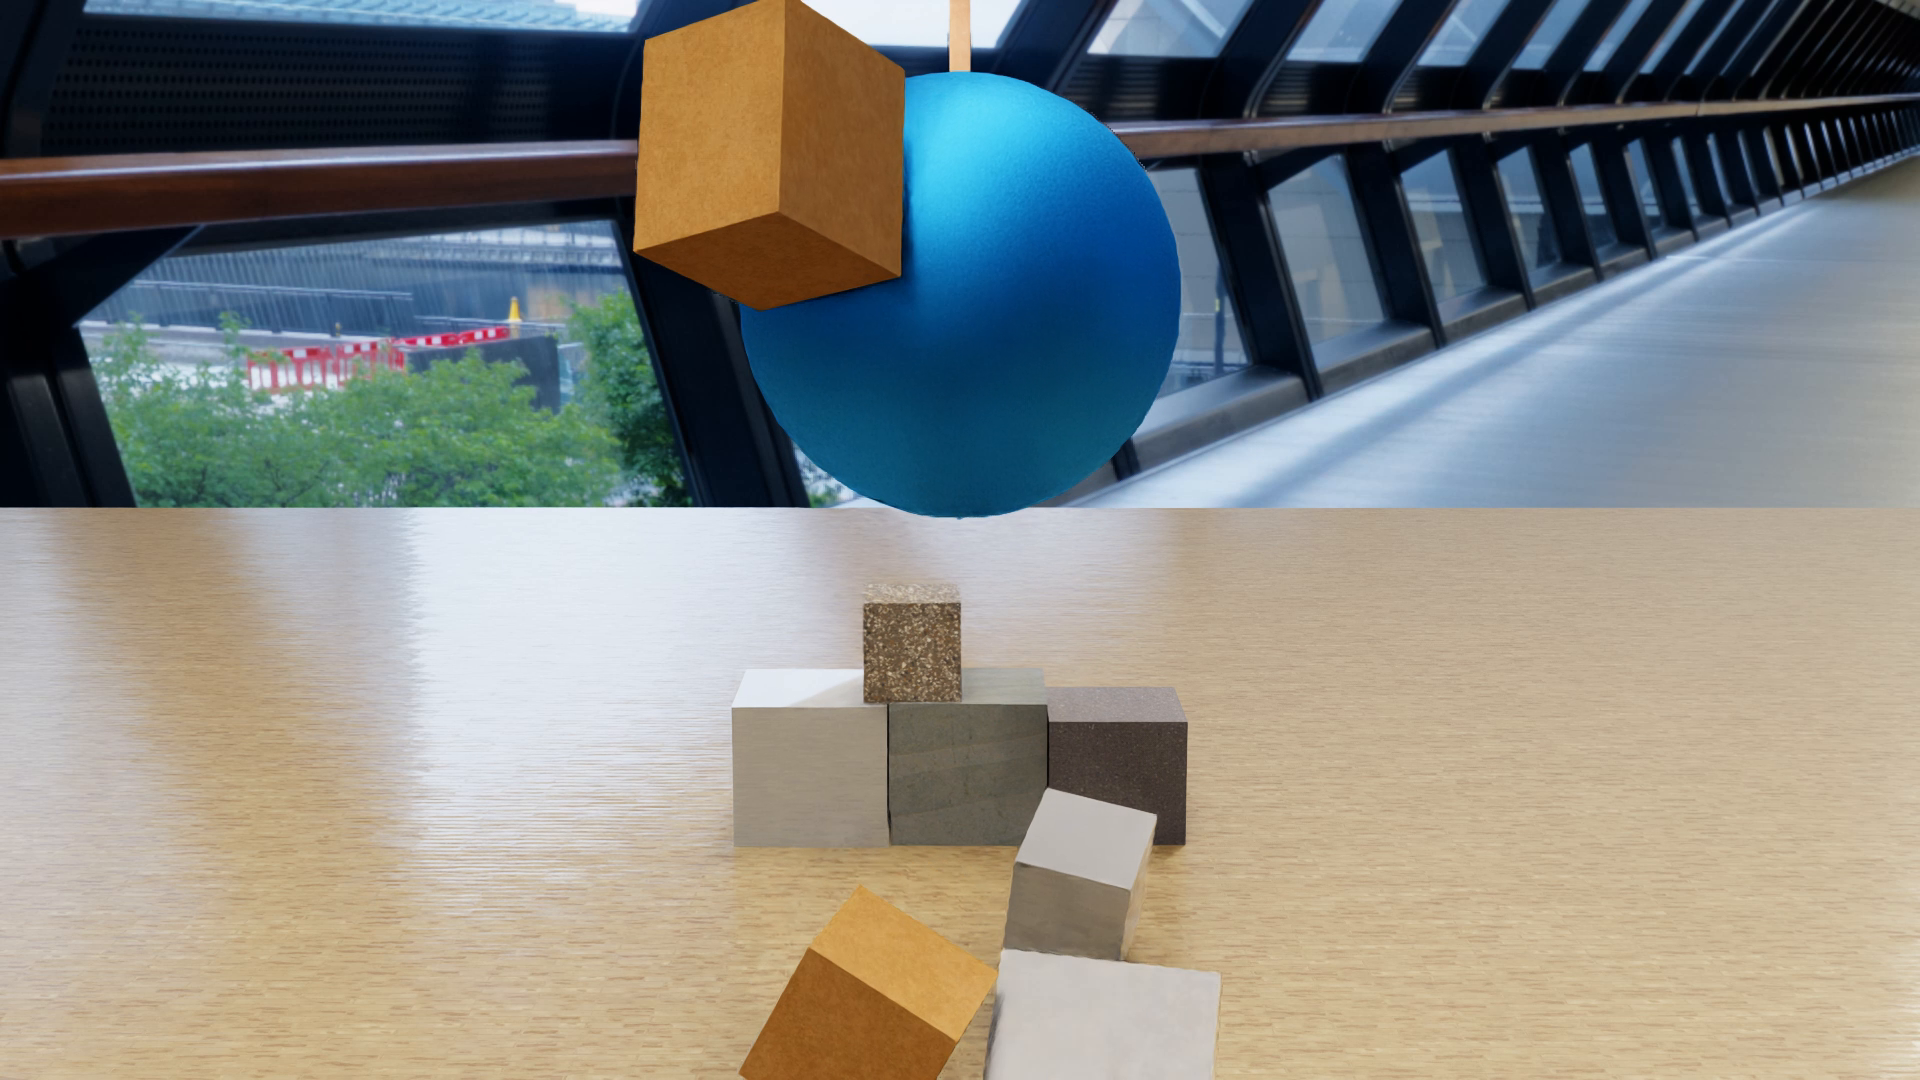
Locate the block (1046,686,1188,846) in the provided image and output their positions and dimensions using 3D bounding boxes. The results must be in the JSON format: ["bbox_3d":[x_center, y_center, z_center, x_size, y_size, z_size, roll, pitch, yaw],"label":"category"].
[{"bbox_3d":[0.792,1.160,11.391,0.692,0.642,0.712,0,10,0],"label":"block"}]

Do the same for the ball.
[{"bbox_3d":[0.000,-0.877,7.954,1.600,1.600,1.600,0,10,0],"label":"ball"}]

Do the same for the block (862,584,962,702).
[{"bbox_3d":[-0.246,0.519,11.181,0.487,0.507,0.482,0,10,-2],"label":"block"}]

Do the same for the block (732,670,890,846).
[{"bbox_3d":[-0.750,1.117,11.400,0.775,0.724,0.797,0,10,0],"label":"block"}]

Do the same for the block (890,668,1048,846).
[{"bbox_3d":[0.044,1.112,11.394,0.788,0.736,0.765,0,10,0],"label":"block"}]

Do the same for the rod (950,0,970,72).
[{"bbox_3d":[0.000,-4.074,9.110,0.080,5.200,0.080,0,-20,0],"label":"rod"}]

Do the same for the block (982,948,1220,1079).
[{"bbox_3d":[0.444,1.732,6.883,0.677,0.659,0.604,5,56,9],"label":"block"}]

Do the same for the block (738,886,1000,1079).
[{"bbox_3d":[-0.268,1.449,6.605,0.506,0.495,0.459,31,21,7],"label":"block"}]

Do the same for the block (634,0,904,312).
[{"bbox_3d":[-0.601,-1.223,7.044,0.582,0.726,0.621,-9,-18,33],"label":"block"}]

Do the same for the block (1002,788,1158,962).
[{"bbox_3d":[0.505,1.479,9.302,0.490,0.551,0.551,13,29,11],"label":"block"}]
